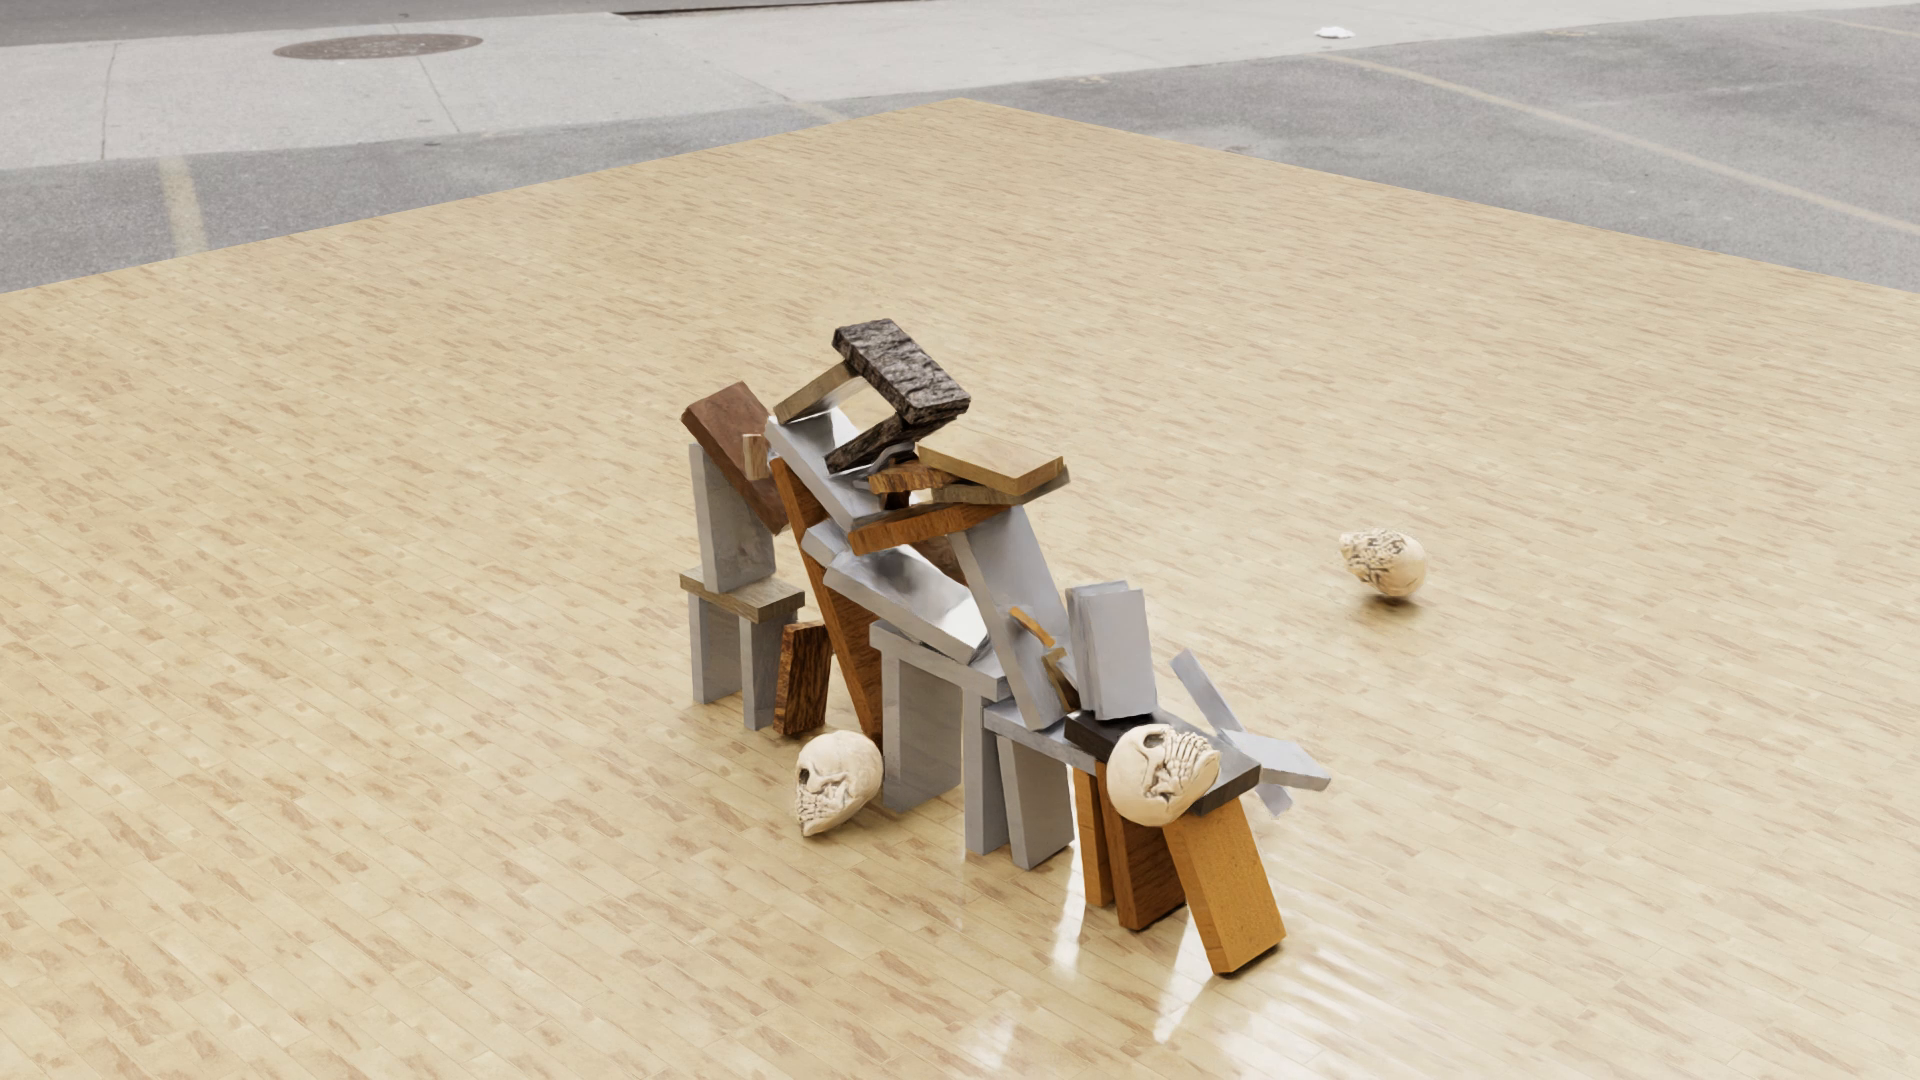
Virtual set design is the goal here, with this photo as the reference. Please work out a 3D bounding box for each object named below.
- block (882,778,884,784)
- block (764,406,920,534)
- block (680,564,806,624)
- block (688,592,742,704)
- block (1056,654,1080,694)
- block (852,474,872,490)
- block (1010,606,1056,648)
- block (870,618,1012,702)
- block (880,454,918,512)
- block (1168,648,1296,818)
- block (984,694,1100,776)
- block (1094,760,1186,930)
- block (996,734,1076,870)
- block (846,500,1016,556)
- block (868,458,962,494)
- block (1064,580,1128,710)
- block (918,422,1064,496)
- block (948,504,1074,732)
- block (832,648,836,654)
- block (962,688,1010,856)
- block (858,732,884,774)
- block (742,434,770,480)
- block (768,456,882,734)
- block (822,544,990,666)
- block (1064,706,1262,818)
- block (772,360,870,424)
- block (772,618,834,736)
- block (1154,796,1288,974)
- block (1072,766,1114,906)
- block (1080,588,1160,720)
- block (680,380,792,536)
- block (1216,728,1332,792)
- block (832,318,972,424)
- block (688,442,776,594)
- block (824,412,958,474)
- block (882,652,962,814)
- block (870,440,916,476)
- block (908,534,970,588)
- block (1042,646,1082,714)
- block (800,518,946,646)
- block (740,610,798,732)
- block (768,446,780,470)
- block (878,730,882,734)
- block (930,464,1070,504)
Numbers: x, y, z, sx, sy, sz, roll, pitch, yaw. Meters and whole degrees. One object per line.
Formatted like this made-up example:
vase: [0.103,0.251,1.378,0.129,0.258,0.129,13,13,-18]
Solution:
block: [-0.121,0.453,4.543,0.059,0.119,0.017,-21,51,-40]
block: [-0.238,-0.144,4.414,0.163,0.046,0.327,-15,49,-35]
block: [-0.474,0.107,4.783,0.265,0.037,0.132,21,31,41]
block: [-0.537,0.222,4.899,0.037,0.265,0.132,21,31,41]
block: [0.227,0.256,4.079,0.050,0.014,0.101,-21,64,-41]
block: [-0.156,-0.116,4.298,0.056,0.016,0.113,-24,17,-30]
block: [0.132,0.159,4.018,0.015,0.052,0.103,-46,32,-5]
block: [0.006,0.211,4.304,0.349,0.049,0.175,21,31,41]
block: [-0.117,-0.112,4.236,0.056,0.112,0.016,-10,36,-37]
block: [0.551,0.390,4.465,0.384,0.052,0.015,57,23,18]
block: [0.195,0.354,4.141,0.281,0.040,0.140,20,33,39]
block: [0.342,0.537,4.074,0.046,0.326,0.163,5,20,45]
block: [0.148,0.480,4.258,0.040,0.281,0.140,11,27,42]
block: [-0.049,-0.042,4.155,0.162,0.046,0.323,-27,9,-42]
block: [-0.058,-0.127,4.086,0.121,0.034,0.242,-23,10,-30]
block: [0.266,0.193,4.042,0.113,0.227,0.032,-7,-1,-23]
block: [0.053,-0.145,3.929,0.242,0.034,0.121,21,36,40]
block: [0.121,0.141,4.112,0.162,0.401,0.046,-27,6,-41]
block: [-0.166,0.220,4.944,0.238,0.119,0.034,15,-21,-16]
block: [0.086,0.426,4.309,0.049,0.349,0.175,19,30,41]
block: [-0.175,0.431,4.593,0.059,0.119,0.017,-19,45,-37]
block: [-0.418,-0.170,4.506,0.046,0.093,0.013,-6,19,-3]
block: [-0.219,0.092,4.508,0.163,0.590,0.046,-20,1,-39]
block: [-0.088,0.109,4.249,0.323,0.046,0.162,30,34,8]
block: [0.364,0.380,3.979,0.326,0.046,0.163,28,35,37]
block: [-0.247,-0.305,4.366,0.134,0.038,0.268,-20,-4,-39]
block: [-0.336,0.294,4.740,0.034,0.238,0.119,21,21,41]
block: [0.470,0.595,3.963,0.163,0.326,0.046,-21,3,-41]
block: [0.284,0.532,4.140,0.040,0.281,0.140,11,26,42]
block: [0.292,0.209,4.016,0.113,0.227,0.032,-7,-2,-23]
block: [-0.423,-0.173,4.623,0.328,0.046,0.164,50,47,9]
block: [0.590,0.417,4.154,0.227,0.032,0.113,14,25,-41]
block: [-0.113,-0.324,4.195,0.134,0.038,0.268,-15,48,-38]
block: [-0.487,-0.065,4.718,0.046,0.328,0.164,14,26,43]
block: [-0.137,-0.198,4.269,0.134,0.038,0.268,-16,-7,-38]
block: [-0.076,0.363,4.458,0.049,0.349,0.175,21,31,41]
block: [-0.131,-0.156,4.246,0.056,0.016,0.112,-15,-16,-26]
block: [-0.028,0.030,4.855,0.357,0.164,0.046,4,46,-44]
block: [0.203,0.277,4.098,0.050,0.152,0.014,-26,1,-41]
block: [-0.142,0.067,4.357,0.327,0.046,0.163,39,38,20]
block: [-0.412,0.271,4.784,0.037,0.265,0.132,21,31,41]
block: [-0.358,-0.157,4.576,0.093,0.046,0.013,19,-11,3]
block: [-0.137,0.385,4.531,0.119,0.017,0.059,23,32,40]
block: [0.071,-0.102,3.994,0.121,0.034,0.242,-25,18,-39]
